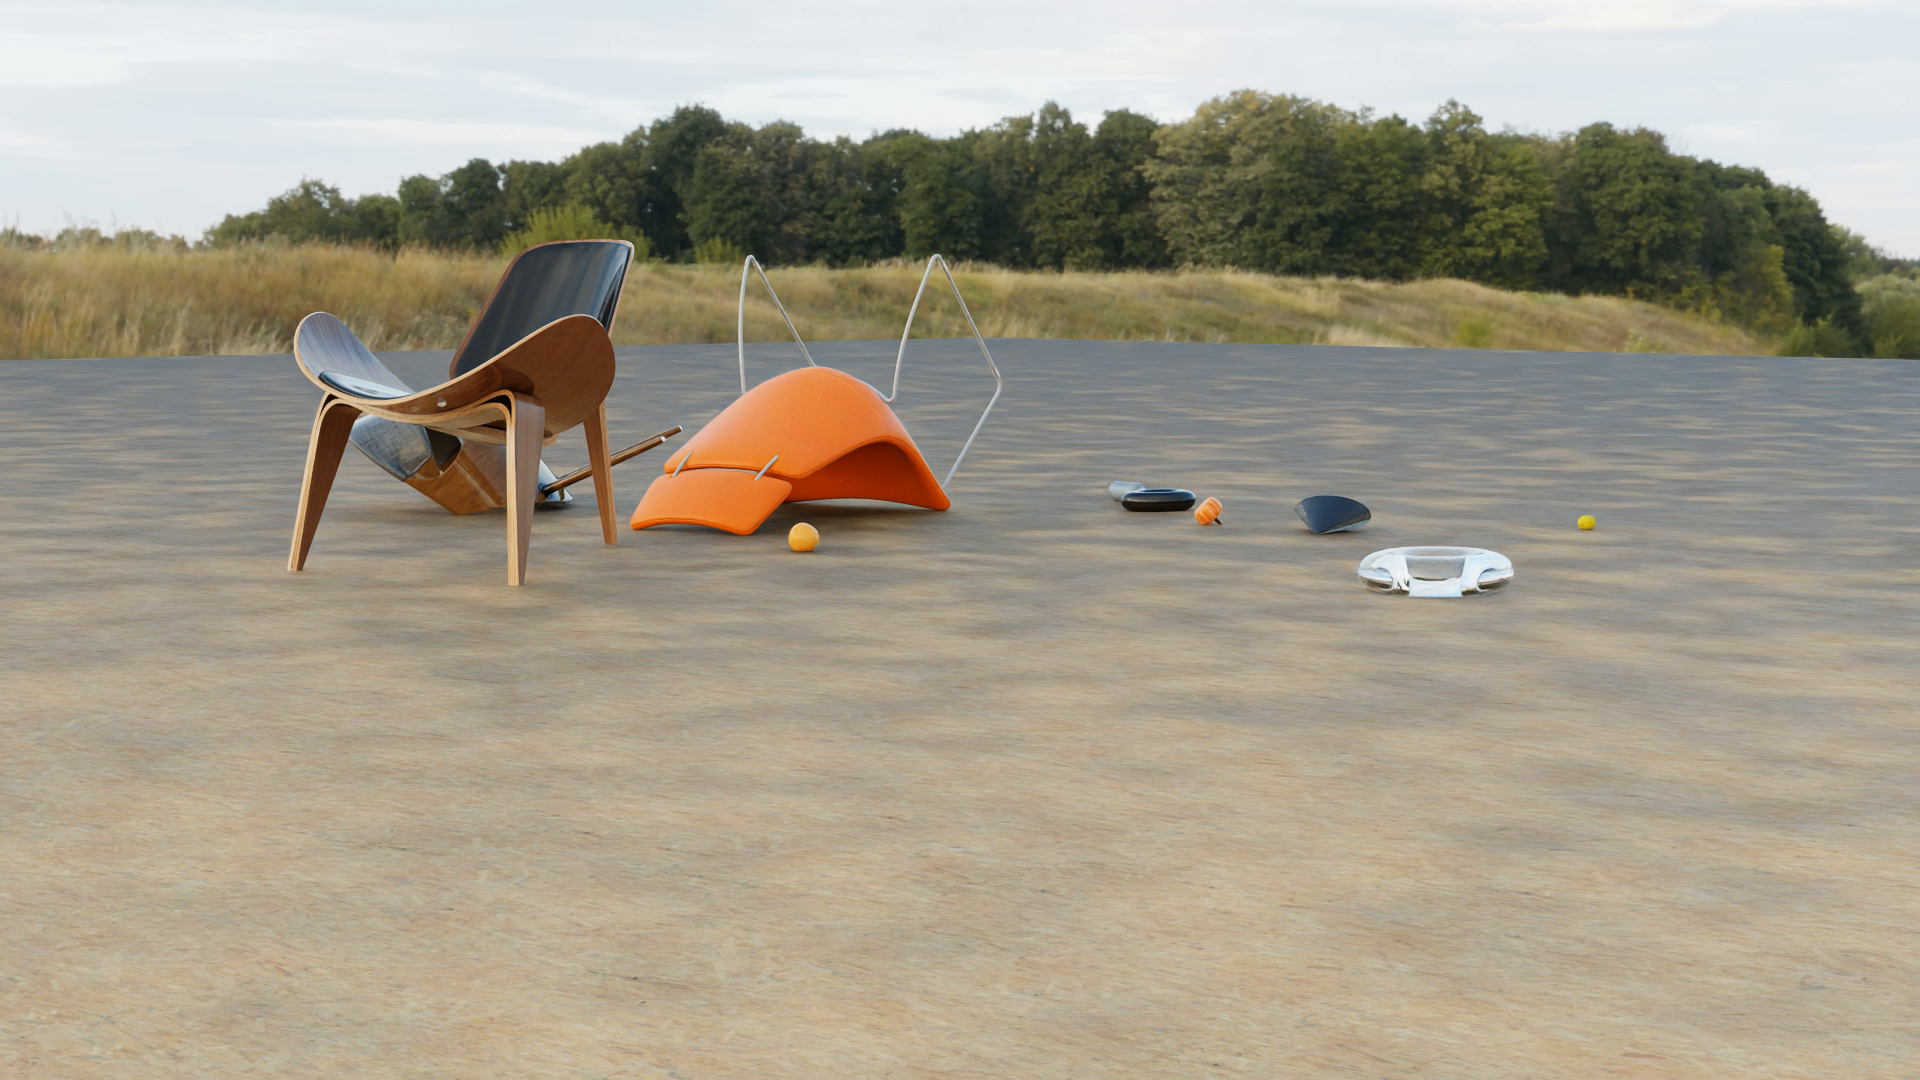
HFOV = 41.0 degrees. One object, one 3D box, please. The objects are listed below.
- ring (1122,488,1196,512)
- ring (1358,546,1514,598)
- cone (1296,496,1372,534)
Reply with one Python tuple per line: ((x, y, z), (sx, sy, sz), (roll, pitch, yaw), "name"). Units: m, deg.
((0.559, -0.111, 7.222), (0.217, 0.056, 0.125), (-2, 8, -12), "ring")
((0.996, 0.066, 5.374), (0.324, 0.084, 0.328), (-1, 5, 2), "ring")
((0.936, -0.042, 6.595), (0.206, 0.096, 0.144), (4, 26, 26), "cone")
